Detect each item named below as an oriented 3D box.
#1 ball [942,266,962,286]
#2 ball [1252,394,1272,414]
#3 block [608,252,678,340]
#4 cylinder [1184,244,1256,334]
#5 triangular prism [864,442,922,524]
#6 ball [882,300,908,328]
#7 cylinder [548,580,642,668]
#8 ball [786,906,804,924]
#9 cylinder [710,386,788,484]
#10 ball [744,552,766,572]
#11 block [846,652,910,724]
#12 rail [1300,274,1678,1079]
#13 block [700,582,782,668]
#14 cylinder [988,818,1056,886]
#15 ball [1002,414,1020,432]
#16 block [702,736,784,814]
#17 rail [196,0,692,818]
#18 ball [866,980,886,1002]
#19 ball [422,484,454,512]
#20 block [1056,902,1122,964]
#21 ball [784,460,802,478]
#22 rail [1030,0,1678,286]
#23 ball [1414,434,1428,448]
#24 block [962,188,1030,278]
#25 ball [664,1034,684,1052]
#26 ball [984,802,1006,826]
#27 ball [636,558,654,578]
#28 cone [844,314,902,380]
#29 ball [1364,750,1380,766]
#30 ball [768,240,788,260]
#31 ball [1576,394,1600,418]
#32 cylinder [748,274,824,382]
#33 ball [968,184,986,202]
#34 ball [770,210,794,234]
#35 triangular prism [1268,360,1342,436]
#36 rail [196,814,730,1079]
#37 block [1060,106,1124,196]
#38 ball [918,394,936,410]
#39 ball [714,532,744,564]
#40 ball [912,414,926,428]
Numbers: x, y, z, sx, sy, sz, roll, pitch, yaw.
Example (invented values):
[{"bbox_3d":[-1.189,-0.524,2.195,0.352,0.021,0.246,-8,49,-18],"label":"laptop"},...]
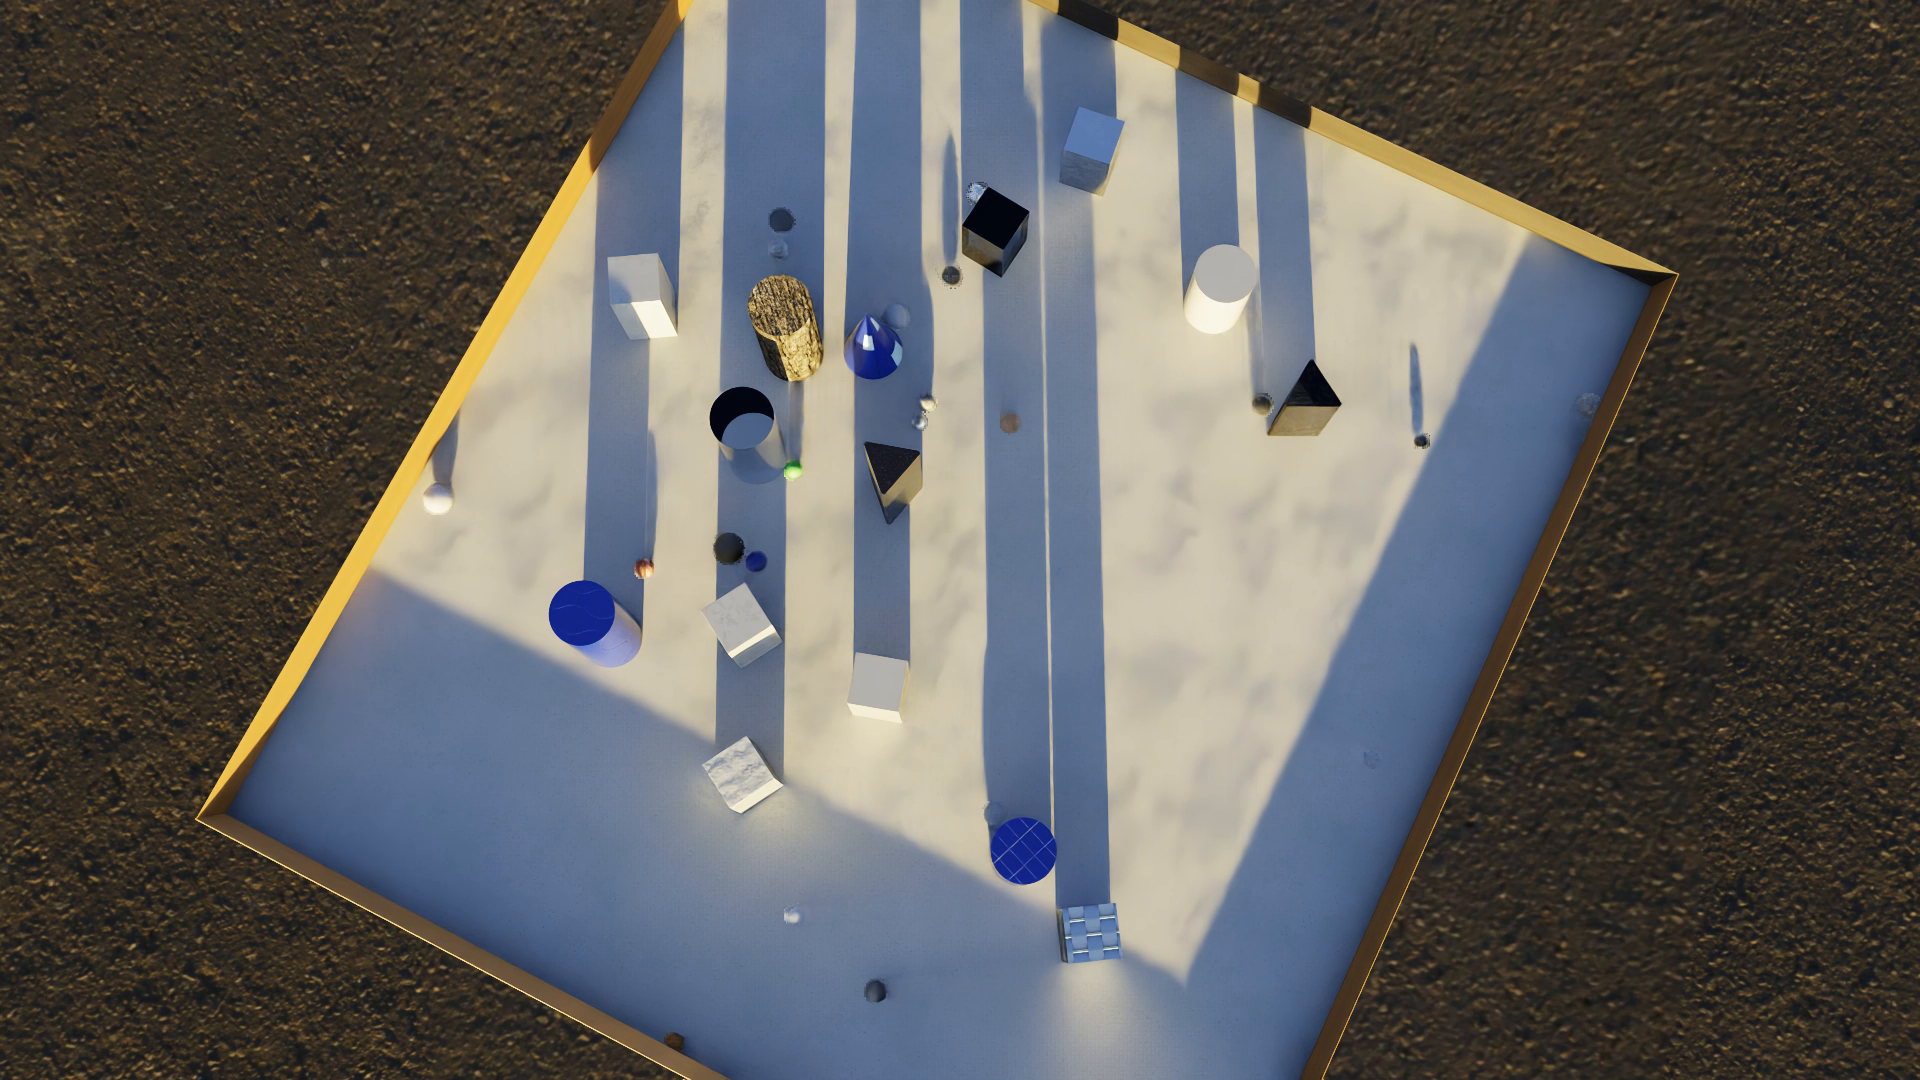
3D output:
[{"bbox_3d":[-0.027,-0.829,5.757,0.061,0.061,0.061,0,78,0],"label":"ball"},{"bbox_3d":[0.933,-0.419,5.672,0.061,0.061,0.061,0,78,0],"label":"ball"},{"bbox_3d":[-0.967,-0.741,5.598,0.149,0.336,0.149,-5,78,-1],"label":"block"},{"bbox_3d":[0.795,-0.768,5.626,0.186,0.291,0.186,0,78,0],"label":"cylinder"},{"bbox_3d":[-0.220,-0.194,5.445,0.140,0.413,0.161,40,81,8],"label":"triangular prism"},{"bbox_3d":[-0.203,-0.704,5.718,0.086,0.086,0.086,0,78,0],"label":"ball"},{"bbox_3d":[-1.055,0.249,5.333,0.186,0.453,0.186,0,78,0],"label":"cylinder"},{"bbox_3d":[-0.484,1.098,5.363,0.052,0.052,0.052,0,78,0],"label":"ball"},{"bbox_3d":[-0.625,-0.306,5.459,0.186,0.433,0.186,0,78,0],"label":"cylinder"},{"bbox_3d":[-0.622,0.067,5.571,0.062,0.062,0.062,0,78,0],"label":"ball"},{"bbox_3d":[-0.235,0.435,5.371,0.149,0.304,0.149,10,78,2],"label":"block"},{"bbox_3d":[1.423,0.703,5.408,0.045,0.121,3.482,26,80,5],"label":"rail"},{"bbox_3d":[-0.639,0.255,5.398,0.149,0.324,0.149,-33,80,-6],"label":"block"},{"bbox_3d":[0.179,0.901,5.281,0.186,0.291,0.186,0,78,0],"label":"cylinder"},{"bbox_3d":[0.158,-0.363,5.662,0.057,0.057,0.057,0,78,0],"label":"ball"},{"bbox_3d":[-0.630,0.685,5.337,0.149,0.269,0.149,-33,80,-7],"label":"block"},{"bbox_3d":[-1.423,-0.690,5.696,0.045,0.121,3.482,26,80,5],"label":"rail"},{"bbox_3d":[-0.242,1.309,5.315,0.060,0.060,0.060,0,78,0],"label":"ball"},{"bbox_3d":[-1.594,-0.128,5.597,0.091,0.091,0.091,0,78,0],"label":"ball"},{"bbox_3d":[0.363,1.115,5.203,0.149,0.357,0.149,-6,78,-1],"label":"block"},{"bbox_3d":[-0.511,-0.217,5.634,0.054,0.054,0.054,0,78,0],"label":"ball"},{"bbox_3d":[0.768,-1.498,5.863,3.230,0.121,0.045,26,80,5],"label":"rail"},{"bbox_3d":[1.424,-0.307,5.659,0.042,0.042,0.042,0,78,0],"label":"ball"},{"bbox_3d":[0.109,-0.954,5.690,0.149,0.243,0.149,32,80,6],"label":"block"},{"bbox_3d":[-0.823,1.452,5.288,0.056,0.056,0.056,0,78,0],"label":"ball"},{"bbox_3d":[0.104,0.810,5.415,0.067,0.067,0.067,0,78,0],"label":"ball"},{"bbox_3d":[-0.957,0.085,5.570,0.056,0.056,0.056,0,78,0],"label":"ball"},{"bbox_3d":[-0.272,-0.629,5.560,0.186,0.365,0.186,0,78,0],"label":"cone"},{"bbox_3d":[1.225,0.651,5.458,0.046,0.046,0.046,0,78,0],"label":"ball"},{"bbox_3d":[-0.572,-0.913,5.773,0.064,0.064,0.064,0,78,0],"label":"ball"},{"bbox_3d":[1.941,-0.414,5.666,0.070,0.070,0.070,0,78,0],"label":"ball"},{"bbox_3d":[-0.520,-0.631,5.513,0.186,0.458,0.186,0,78,0],"label":"cylinder"},{"bbox_3d":[0.057,-1.099,5.813,0.061,0.061,0.061,0,78,0],"label":"ball"},{"bbox_3d":[-0.565,-1.006,5.786,0.075,0.075,0.075,0,78,0],"label":"ball"},{"bbox_3d":[1.033,-0.428,5.534,0.161,0.336,0.140,0,78,0],"label":"triangular prism"},{"bbox_3d":[-0.768,1.511,5.241,3.230,0.121,0.045,26,80,5],"label":"rail"},{"bbox_3d":[0.411,-1.213,5.735,0.149,0.258,0.149,19,79,4],"label":"block"},{"bbox_3d":[-0.102,-0.429,5.679,0.050,0.050,0.050,0,78,0],"label":"ball"},{"bbox_3d":[-0.700,0.024,5.564,0.093,0.093,0.093,0,78,0],"label":"ball"},{"bbox_3d":[-0.128,-0.366,5.671,0.042,0.042,0.042,0,78,0],"label":"ball"}]
